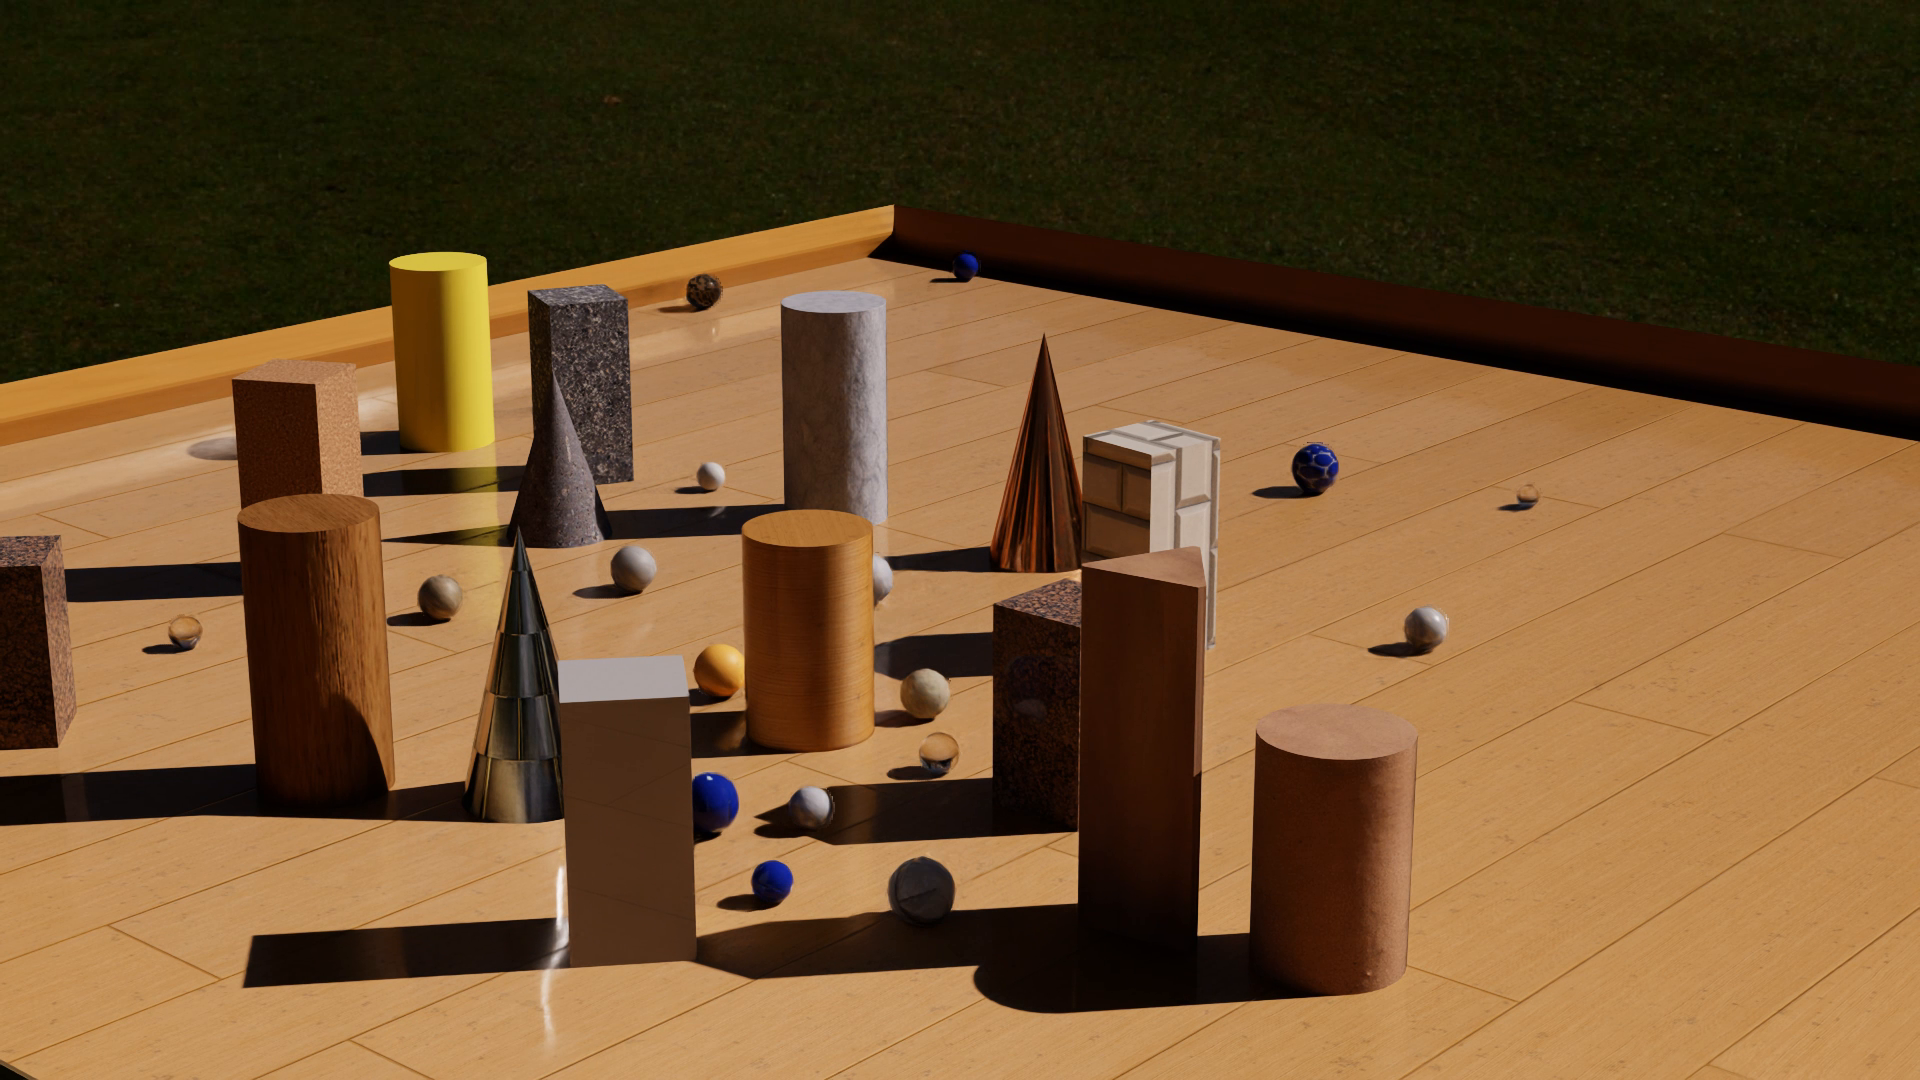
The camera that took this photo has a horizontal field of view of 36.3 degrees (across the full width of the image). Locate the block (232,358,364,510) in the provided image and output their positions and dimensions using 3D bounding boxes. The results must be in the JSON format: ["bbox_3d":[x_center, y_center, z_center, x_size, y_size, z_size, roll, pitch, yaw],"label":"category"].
[{"bbox_3d":[-1.166,-0.116,5.188,0.158,0.375,0.158,4,17,14],"label":"block"}]

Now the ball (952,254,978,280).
[{"bbox_3d":[0.013,-0.719,7.717,0.071,0.071,0.071,0,17,0],"label":"ball"}]

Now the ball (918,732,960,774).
[{"bbox_3d":[-0.030,0.313,4.309,0.060,0.060,0.060,0,17,0],"label":"ball"}]

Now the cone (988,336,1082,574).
[{"bbox_3d":[0.150,-0.170,5.287,0.198,0.421,0.198,0,17,0],"label":"cone"}]

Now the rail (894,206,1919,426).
[{"bbox_3d":[1.438,-0.446,6.706,4.333,0.128,0.045,14,22,39],"label":"rail"}]

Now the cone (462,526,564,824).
[{"bbox_3d":[-0.618,0.175,4.162,0.198,0.410,0.198,0,17,0],"label":"cone"}]

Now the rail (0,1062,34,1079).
[{"bbox_3d":[-1.438,0.510,3.534,4.333,0.128,0.045,14,22,39],"label":"rail"}]

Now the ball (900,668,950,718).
[{"bbox_3d":[-0.054,0.238,4.530,0.077,0.077,0.077,0,17,0],"label":"ball"}]

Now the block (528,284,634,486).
[{"bbox_3d":[-0.754,-0.306,5.828,0.158,0.369,0.158,-7,18,-23],"label":"block"}]

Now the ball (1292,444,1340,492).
[{"bbox_3d":[0.697,-0.140,5.756,0.094,0.094,0.094,0,17,0],"label":"ball"}]

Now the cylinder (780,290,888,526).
[{"bbox_3d":[-0.237,-0.246,5.545,0.198,0.418,0.198,0,17,0],"label":"cylinder"}]

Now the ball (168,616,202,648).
[{"bbox_3d":[-1.281,0.153,4.850,0.055,0.055,0.055,0,17,0],"label":"ball"}]

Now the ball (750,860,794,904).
[{"bbox_3d":[-0.247,0.450,3.861,0.056,0.056,0.056,0,17,0],"label":"ball"}]

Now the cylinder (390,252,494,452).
[{"bbox_3d":[-1.075,-0.391,6.091,0.198,0.381,0.198,0,17,0],"label":"cylinder"}]

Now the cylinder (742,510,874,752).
[{"bbox_3d":[-0.229,0.136,4.443,0.198,0.322,0.198,0,17,0],"label":"cylinder"}]

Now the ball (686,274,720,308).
[{"bbox_3d":[-0.647,-0.625,7.377,0.087,0.087,0.087,0,17,0],"label":"ball"}]

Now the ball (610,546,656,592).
[{"bbox_3d":[-0.574,0.051,5.145,0.080,0.080,0.080,0,17,0],"label":"ball"}]

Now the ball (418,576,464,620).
[{"bbox_3d":[-0.885,0.098,4.995,0.076,0.076,0.076,0,17,0],"label":"ball"}]

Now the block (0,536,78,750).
[{"bbox_3d":[-1.445,0.155,4.440,0.158,0.287,0.158,-2,17,-6],"label":"block"}]

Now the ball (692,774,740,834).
[{"bbox_3d":[-0.350,0.368,4.084,0.086,0.086,0.086,0,17,0],"label":"ball"}]

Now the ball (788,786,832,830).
[{"bbox_3d":[-0.210,0.375,4.101,0.061,0.061,0.061,0,17,0],"label":"ball"}]

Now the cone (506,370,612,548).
[{"bbox_3d":[-0.750,-0.163,5.448,0.198,0.314,0.198,0,17,0],"label":"cone"}]

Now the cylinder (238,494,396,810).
[{"bbox_3d":[-0.923,0.158,4.214,0.198,0.412,0.198,0,17,0],"label":"cylinder"}]

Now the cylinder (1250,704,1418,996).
[{"bbox_3d":[0.463,0.382,3.648,0.198,0.309,0.198,0,17,0],"label":"cylinder"}]

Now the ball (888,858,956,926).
[{"bbox_3d":[-0.050,0.455,3.790,0.089,0.089,0.089,0,17,0],"label":"ball"}]

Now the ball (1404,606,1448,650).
[{"bbox_3d":[0.768,0.147,4.842,0.072,0.072,0.072,0,17,0],"label":"ball"}]

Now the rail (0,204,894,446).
[{"bbox_3d":[-1.618,-0.373,6.465,0.045,0.128,4.434,14,22,39],"label":"rail"}]

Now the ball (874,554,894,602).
[{"bbox_3d":[-0.158,0.067,5.081,0.086,0.086,0.086,0,17,0],"label":"ball"}]

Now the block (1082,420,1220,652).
[{"bbox_3d":[0.311,0.004,4.816,0.158,0.359,0.158,-14,22,-39],"label":"block"}]

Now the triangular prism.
[{"bbox_3d":[0.263,0.259,3.752,0.171,0.486,0.148,10,20,31],"label":"triangular prism"}]

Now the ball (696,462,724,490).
[{"bbox_3d":[-0.491,-0.126,5.773,0.056,0.056,0.056,0,17,0],"label":"ball"}]

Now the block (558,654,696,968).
[{"bbox_3d":[-0.421,0.341,3.708,0.158,0.353,0.158,-2,17,-8],"label":"block"}]

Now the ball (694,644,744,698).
[{"bbox_3d":[-0.378,0.206,4.622,0.085,0.085,0.085,0,17,0],"label":"ball"}]

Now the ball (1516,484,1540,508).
[{"bbox_3d":[1.095,-0.084,5.653,0.045,0.045,0.045,0,17,0],"label":"ball"}]

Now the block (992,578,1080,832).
[{"bbox_3d":[0.158,0.232,4.162,0.158,0.301,0.158,14,22,39],"label":"block"}]
